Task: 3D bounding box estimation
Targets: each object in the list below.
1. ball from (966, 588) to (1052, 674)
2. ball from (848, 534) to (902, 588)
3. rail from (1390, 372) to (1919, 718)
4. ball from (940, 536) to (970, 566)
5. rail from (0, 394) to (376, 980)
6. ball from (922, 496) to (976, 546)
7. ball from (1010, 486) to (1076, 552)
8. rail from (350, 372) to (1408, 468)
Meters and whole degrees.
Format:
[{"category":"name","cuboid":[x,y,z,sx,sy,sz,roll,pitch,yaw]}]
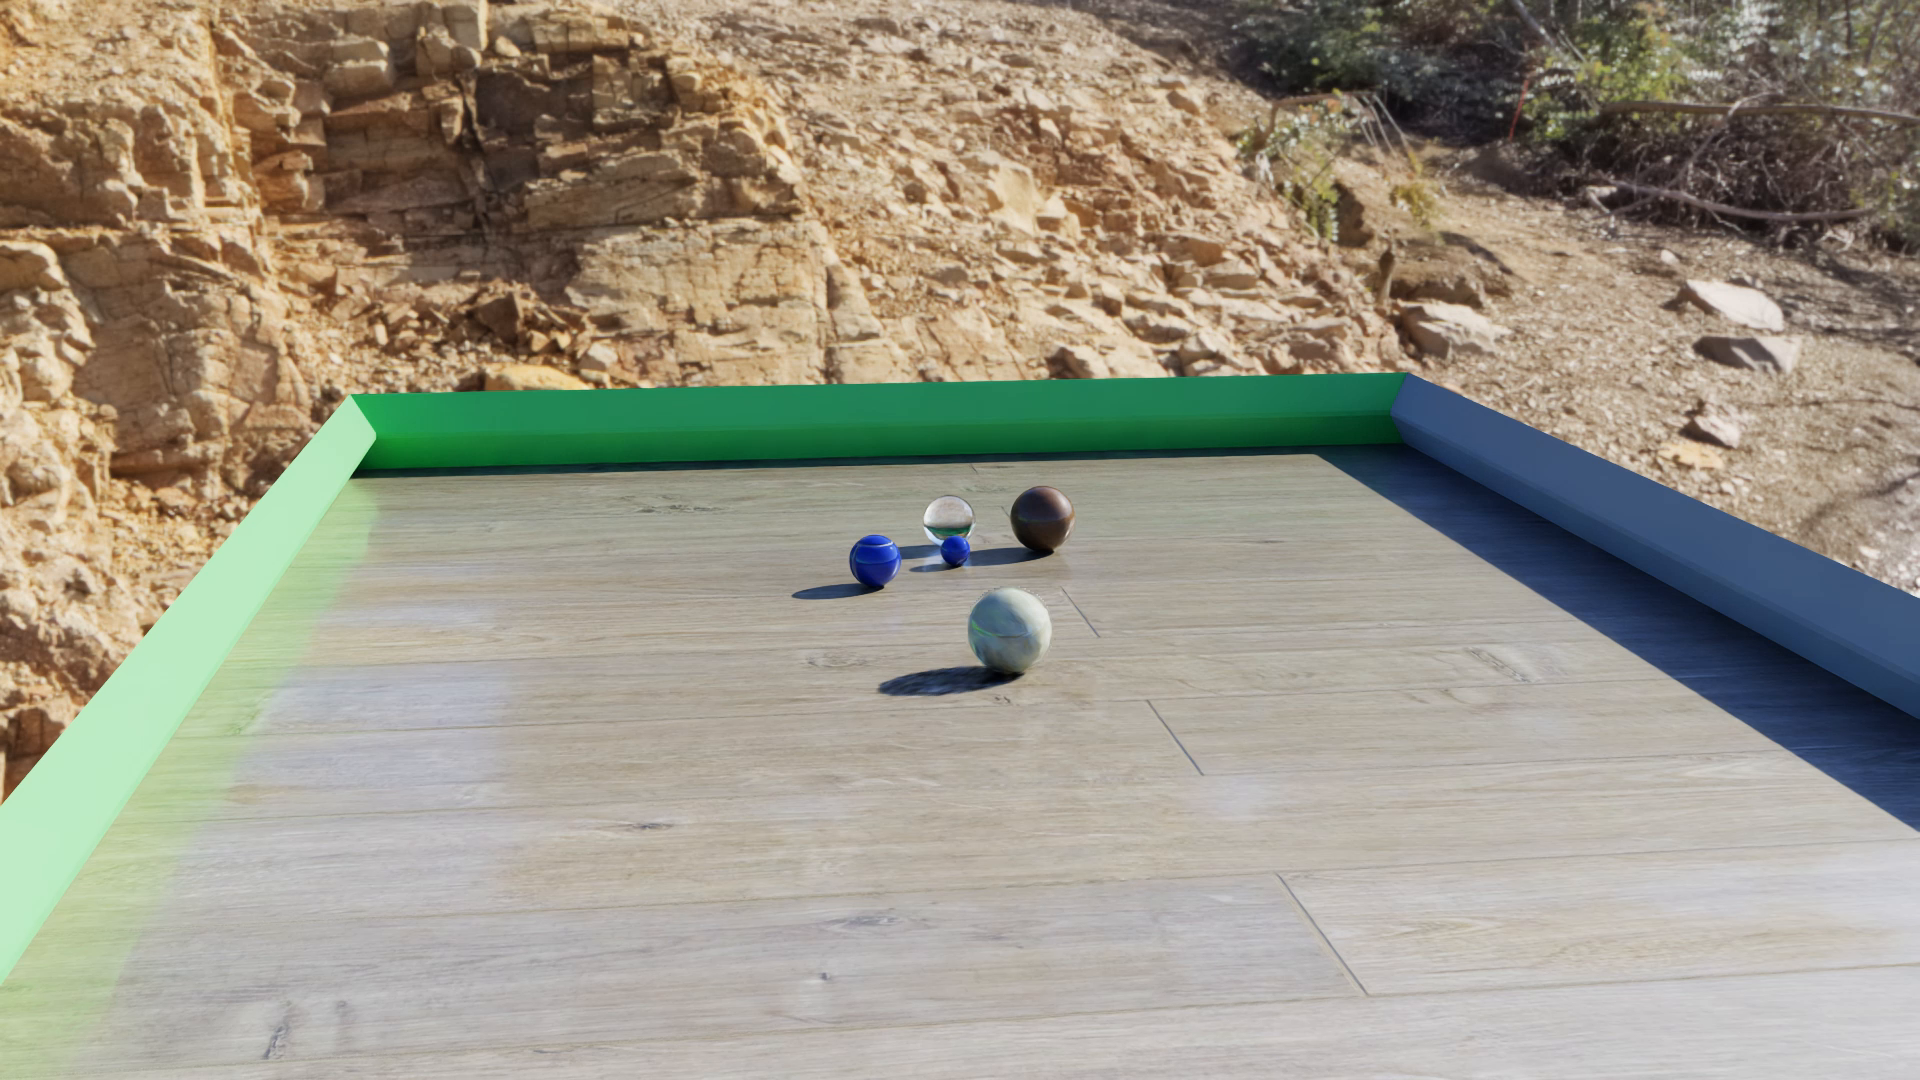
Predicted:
[{"category":"ball","cuboid":[0.054,0.100,2.428,0.094,0.094,0.094,0,13,0]},{"category":"ball","cuboid":[-0.109,0.027,2.809,0.067,0.067,0.067,0,13,0]},{"category":"rail","cuboid":[0.965,0.122,2.265,0.045,0.122,3.178,-2,13,-8]},{"category":"ball","cuboid":[-0.006,0.014,2.925,0.040,0.040,0.040,0,13,0]},{"category":"rail","cuboid":[-0.750,0.174,2.037,0.045,0.122,3.178,-2,13,-8]},{"category":"ball","cuboid":[-0.015,-0.025,3.023,0.073,0.073,0.073,0,13,0]},{"category":"ball","cuboid":[0.113,-0.029,3.002,0.090,0.090,0.090,0,13,0]},{"category":"rail","cuboid":[-0.104,-0.197,3.663,1.779,0.122,0.045,-2,13,-8]}]
